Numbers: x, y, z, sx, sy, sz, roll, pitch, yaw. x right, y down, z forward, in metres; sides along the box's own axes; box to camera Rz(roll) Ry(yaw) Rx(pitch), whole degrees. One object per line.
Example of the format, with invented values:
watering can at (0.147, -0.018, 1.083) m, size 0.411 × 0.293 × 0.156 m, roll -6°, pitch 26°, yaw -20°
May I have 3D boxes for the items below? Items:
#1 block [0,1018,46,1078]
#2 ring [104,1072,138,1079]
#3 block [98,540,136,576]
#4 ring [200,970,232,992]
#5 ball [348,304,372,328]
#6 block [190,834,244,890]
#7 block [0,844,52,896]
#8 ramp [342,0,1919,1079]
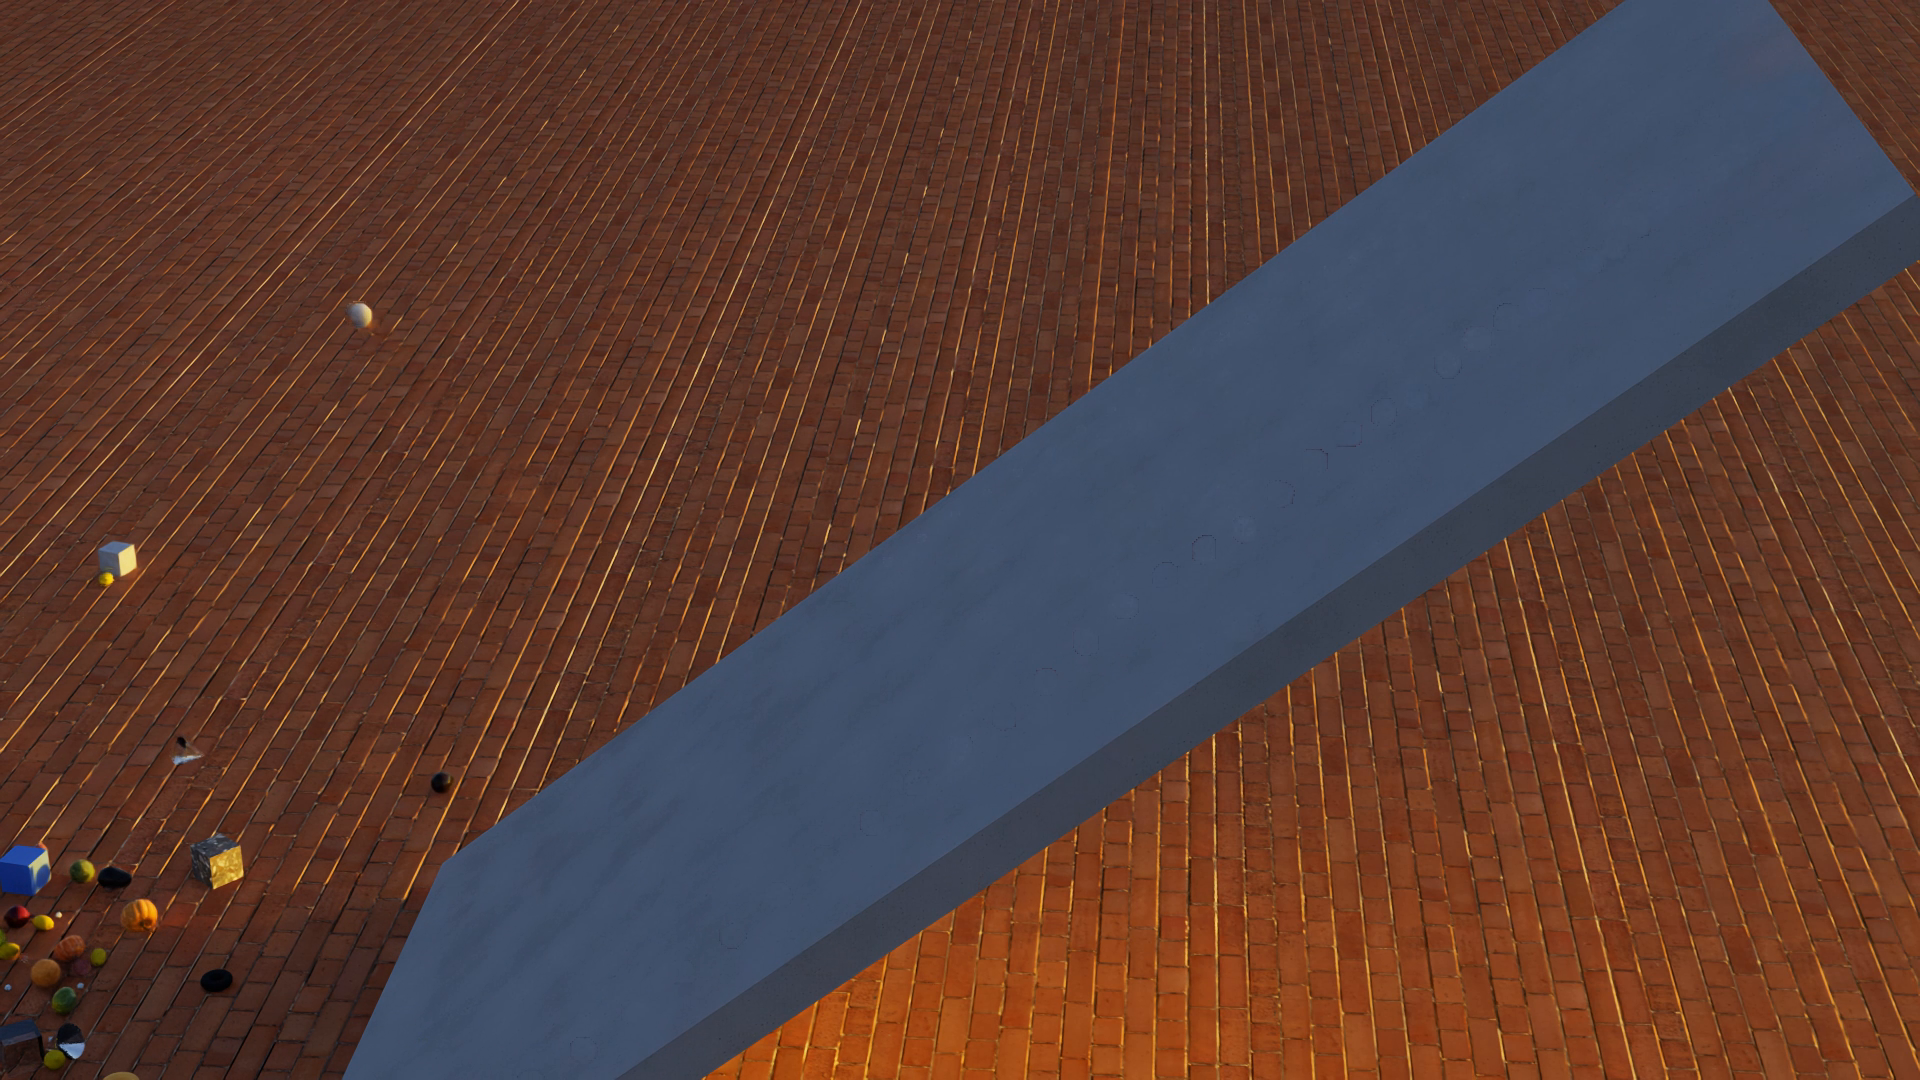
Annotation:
block at (-2.269, 1.227, 7.103) m, size 0.090 × 0.090 × 0.090 m, roll -14°, pitch 27°, yaw -28°
ring at (-2.002, 1.301, 7.007) m, size 0.096 × 0.032 × 0.096 m, roll 0°, pitch 23°, yaw 0°
block at (-2.798, 0.062, 9.767) m, size 0.083 × 0.083 × 0.083 m, roll 9°, pitch 25°, yaw 20°
ring at (-1.880, 1.114, 7.440) m, size 0.080 × 0.027 × 0.080 m, roll 0°, pitch 25°, yaw 0°
ball at (-2.443, -0.915, 11.974) m, size 0.098 × 0.098 × 0.098 m, roll 0°, pitch 24°, yaw 0°
block at (-2.001, 0.865, 7.921) m, size 0.096 × 0.096 × 0.096 m, roll 21°, pitch 31°, yaw 39°
block at (-2.505, 0.885, 7.879) m, size 0.092 × 0.092 × 0.092 m, roll 6°, pitch 24°, yaw 14°
ramp at (0.121, 0.185, 6.340) m, size 4.000 × 0.100 × 2.000 m, roll -36°, pitch 16°, yaw 18°
